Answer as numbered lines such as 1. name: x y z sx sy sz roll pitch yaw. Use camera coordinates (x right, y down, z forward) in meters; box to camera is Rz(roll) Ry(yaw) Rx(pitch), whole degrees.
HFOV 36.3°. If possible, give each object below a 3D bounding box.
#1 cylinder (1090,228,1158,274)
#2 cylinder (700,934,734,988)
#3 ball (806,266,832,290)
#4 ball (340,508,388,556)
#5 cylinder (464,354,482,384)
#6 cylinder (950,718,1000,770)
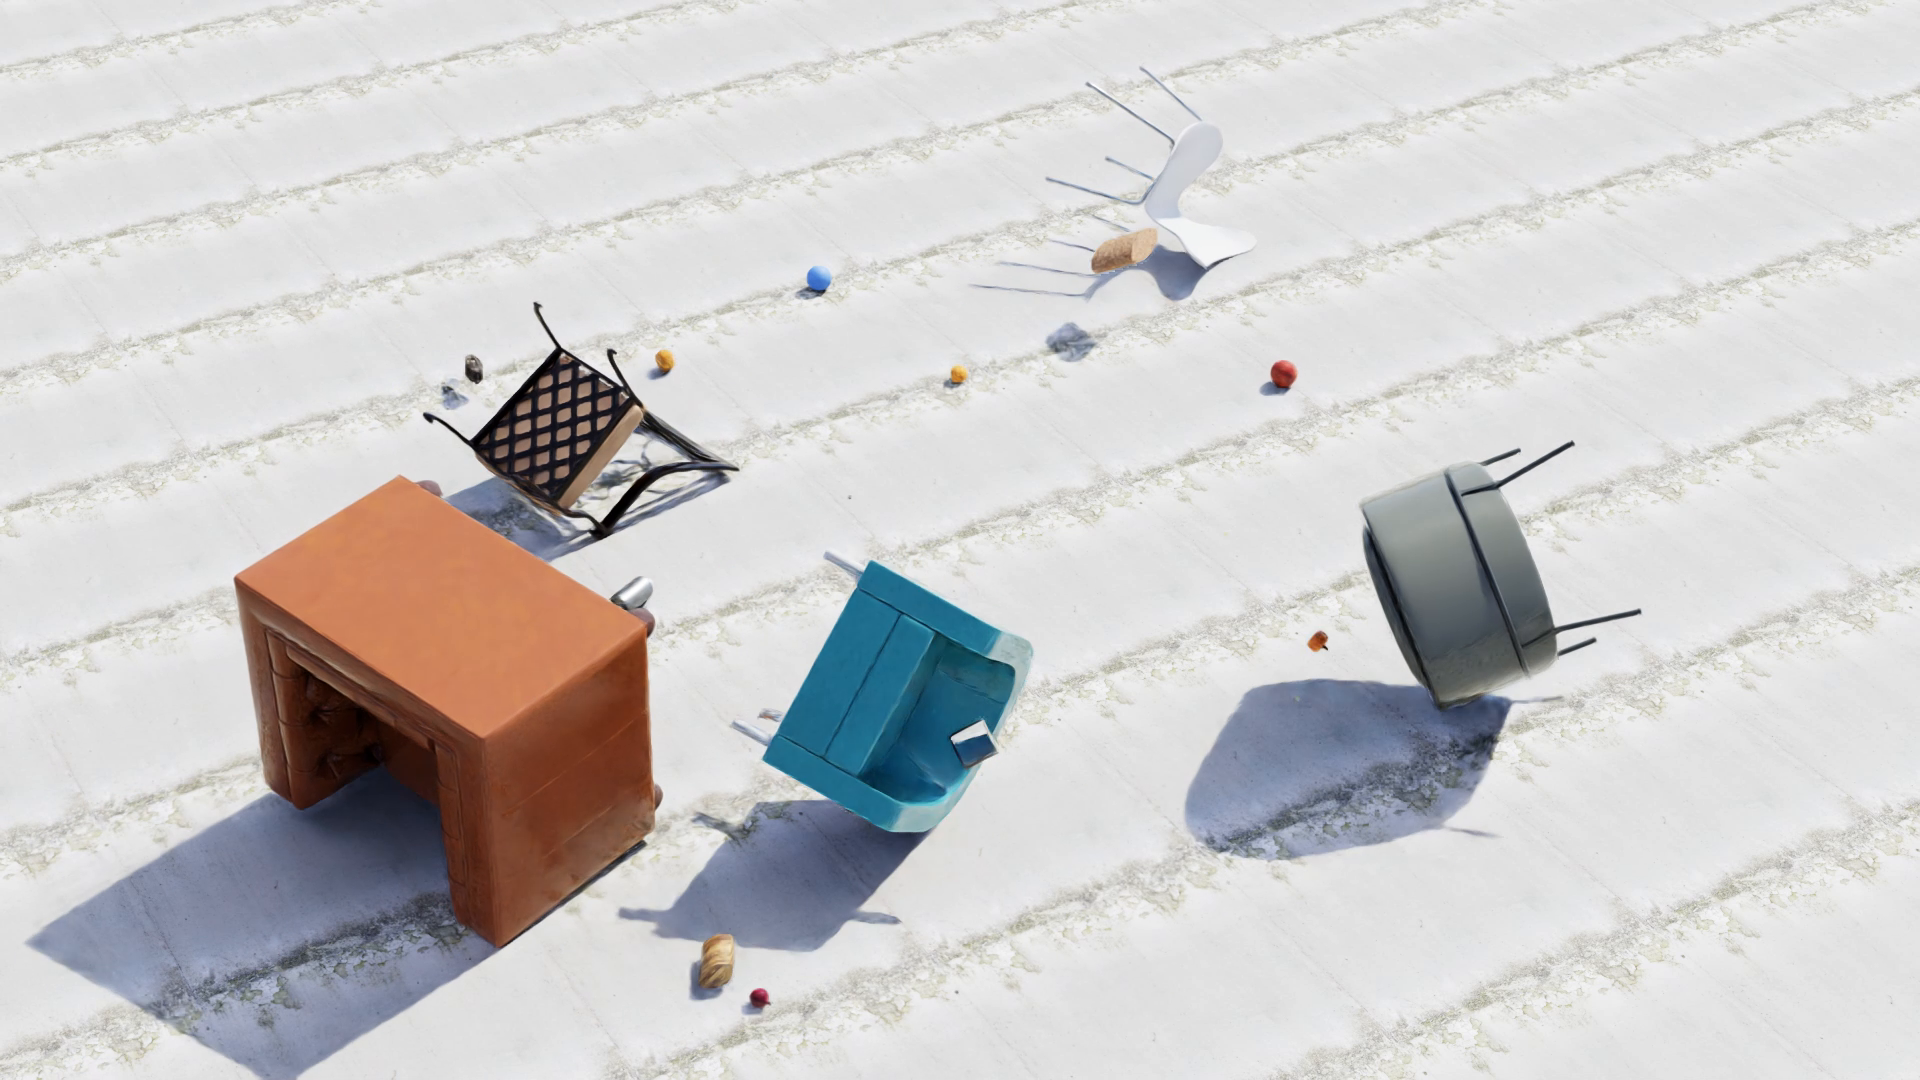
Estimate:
1. cylinder: 0.683 -1.202 12.172 0.217 0.094 0.235 -12 28 41
2. cylinder: -0.738 1.279 8.911 0.120 0.081 0.137 -38 28 19
3. ball: -0.603 -1.121 12.547 0.109 0.109 0.109 0 33 0
4. ball: -2.164 -0.028 10.649 0.176 0.176 0.176 0 33 0
5. cylinder: -1.953 -0.687 11.781 0.062 0.061 0.116 -13 46 -25
6. cylinder: 0.044 0.636 9.129 0.118 0.121 0.046 -29 -10 10
